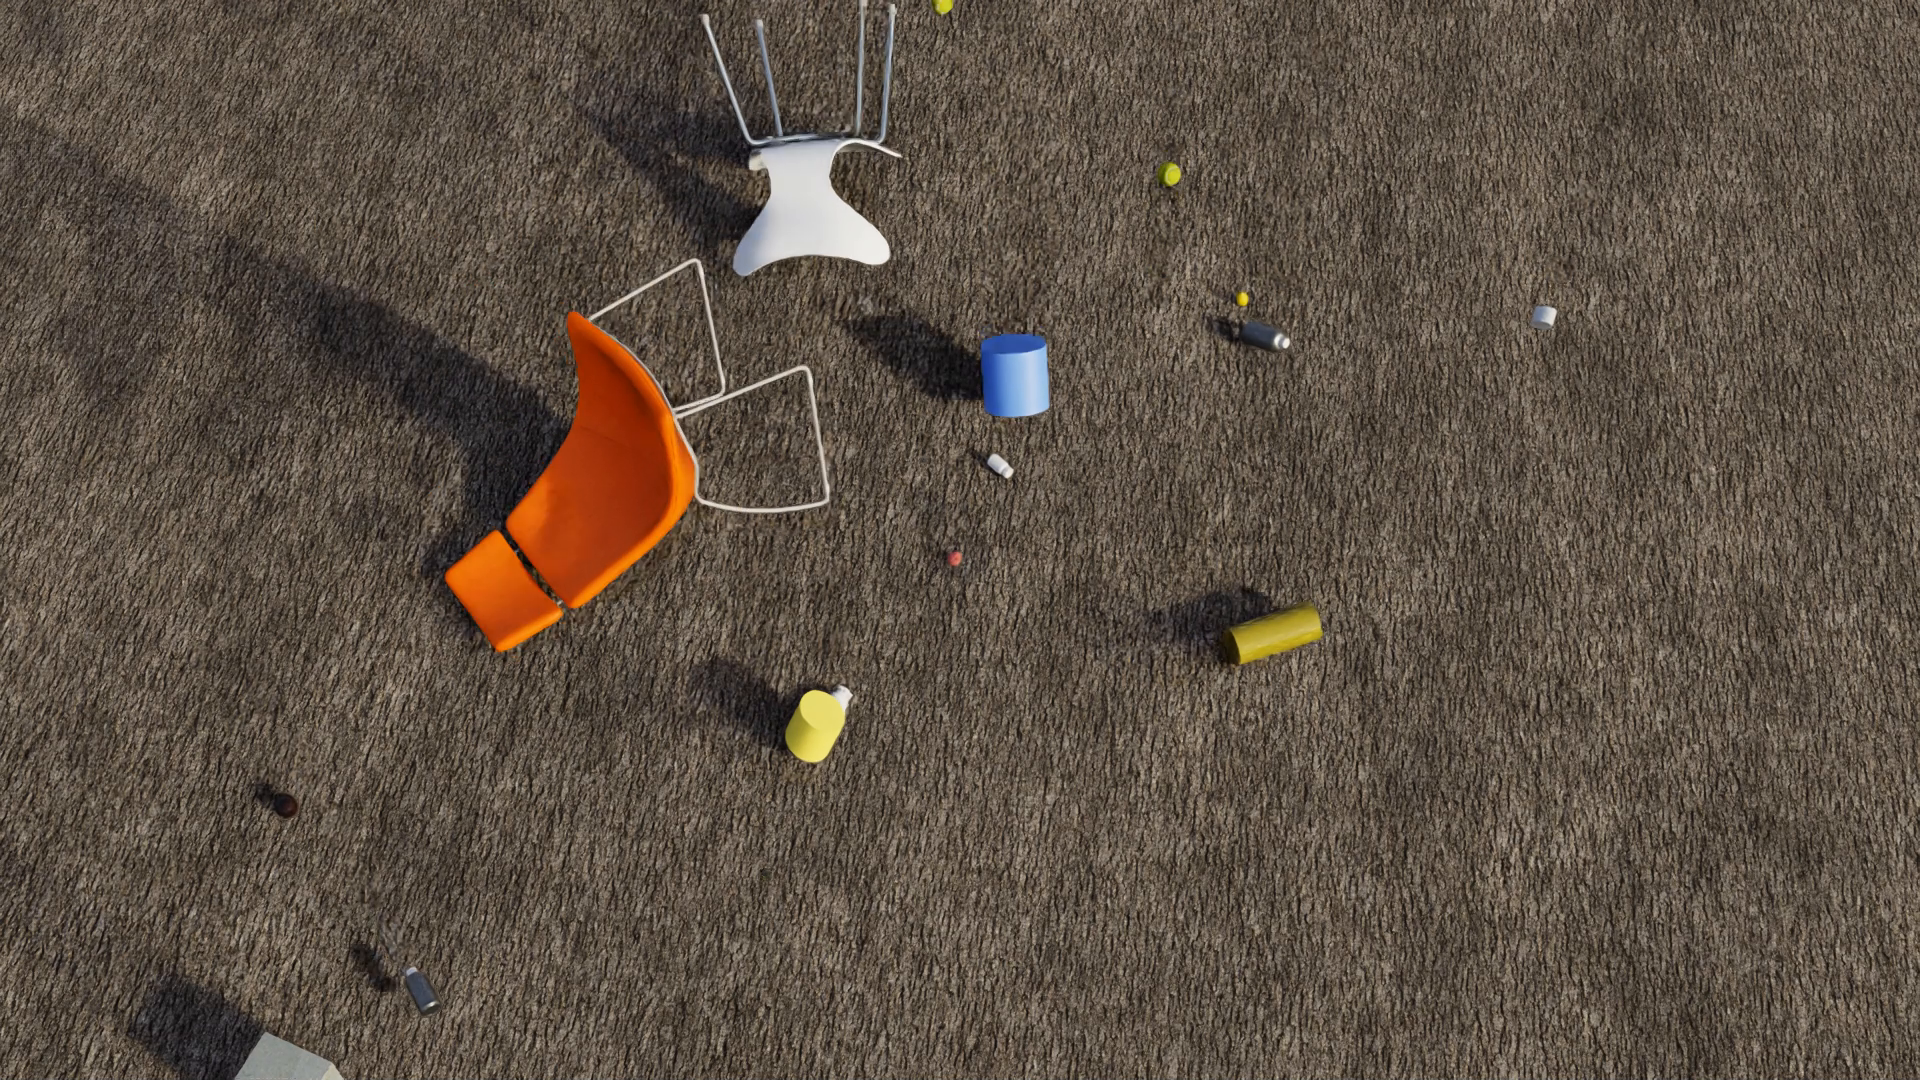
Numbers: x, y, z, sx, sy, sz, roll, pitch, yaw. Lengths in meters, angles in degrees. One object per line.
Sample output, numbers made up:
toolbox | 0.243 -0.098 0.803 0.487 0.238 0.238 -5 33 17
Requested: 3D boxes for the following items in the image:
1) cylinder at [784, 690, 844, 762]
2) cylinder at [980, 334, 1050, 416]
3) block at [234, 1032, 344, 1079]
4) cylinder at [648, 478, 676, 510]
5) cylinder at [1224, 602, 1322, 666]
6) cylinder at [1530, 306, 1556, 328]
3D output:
cylinder | -0.404 0.519 6.119 0.129 0.136 0.147 -2 49 -31
cylinder | 0.169 -0.506 6.747 0.204 0.201 0.196 12 27 32
block | -1.694 1.390 5.532 0.199 0.182 0.186 20 58 13
cylinder | -0.894 -0.140 6.603 0.081 0.095 0.044 -7 48 -16
cylinder | 0.900 0.270 6.324 0.256 0.113 0.116 -16 34 -11
cylinder | 1.856 -0.708 6.996 0.061 0.080 0.051 22 80 -23
